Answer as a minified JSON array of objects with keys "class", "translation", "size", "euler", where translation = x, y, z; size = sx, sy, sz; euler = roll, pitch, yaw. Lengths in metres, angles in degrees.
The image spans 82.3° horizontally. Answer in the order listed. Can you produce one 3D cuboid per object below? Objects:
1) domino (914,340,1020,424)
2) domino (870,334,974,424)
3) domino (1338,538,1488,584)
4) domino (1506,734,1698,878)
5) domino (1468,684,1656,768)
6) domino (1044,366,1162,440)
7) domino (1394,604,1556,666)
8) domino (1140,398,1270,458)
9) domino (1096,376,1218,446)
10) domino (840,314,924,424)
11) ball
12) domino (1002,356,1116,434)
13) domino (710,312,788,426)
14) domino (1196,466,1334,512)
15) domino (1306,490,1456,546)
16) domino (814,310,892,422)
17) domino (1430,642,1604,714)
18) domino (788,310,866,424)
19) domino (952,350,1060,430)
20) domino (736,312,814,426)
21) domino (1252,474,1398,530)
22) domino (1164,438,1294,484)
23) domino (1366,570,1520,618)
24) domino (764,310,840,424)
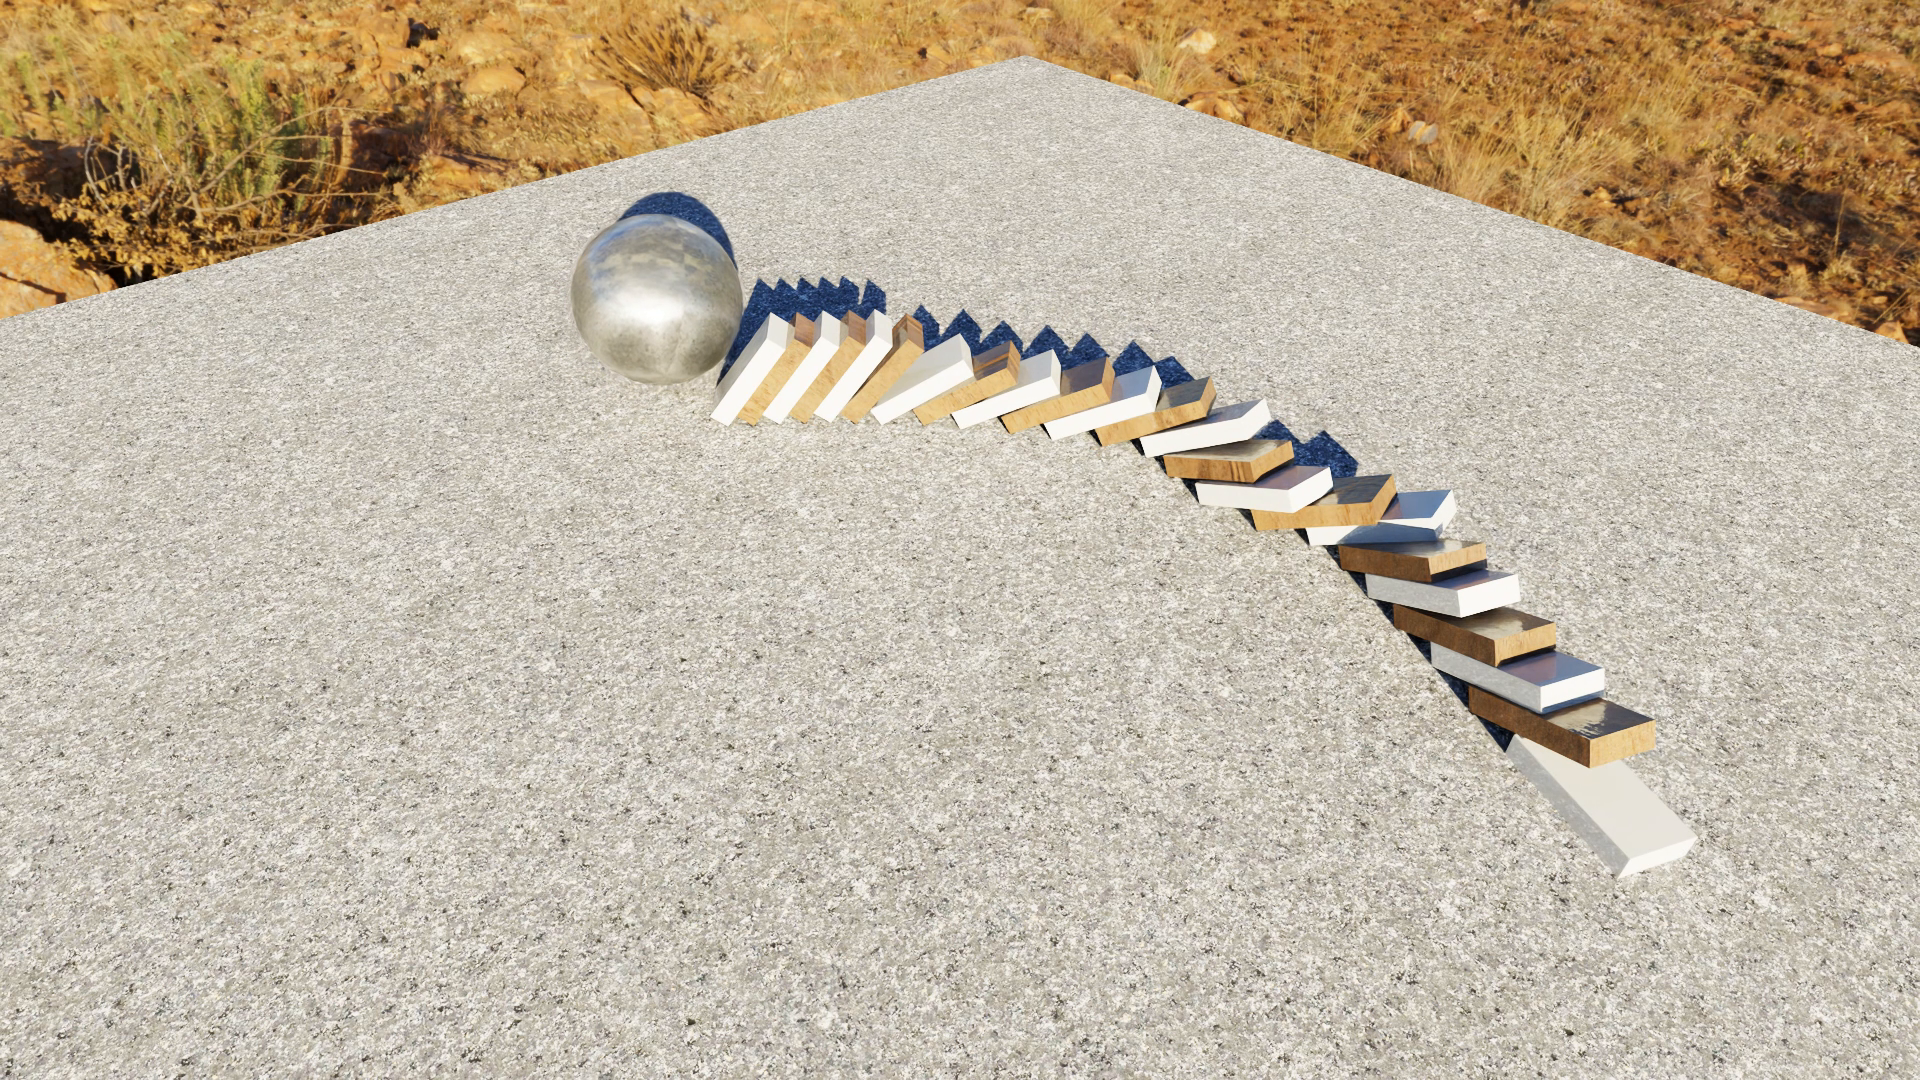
[{"class":"domino","translation":[0.003,-0.073,0.513],"size":[0.050,0.010,0.025],"euler":[-21,34,23]},{"class":"domino","translation":[-0.018,-0.076,0.517],"size":[0.050,0.009,0.025],"euler":[-26,37,16]},{"class":"domino","translation":[0.170,0.006,0.416],"size":[0.025,0.010,0.050],"euler":[-13,9,-17]},{"class":"domino","translation":[0.200,0.080,0.346],"size":[0.025,0.010,0.050],"euler":[-12,41,-14]},{"class":"domino","translation":[0.194,0.057,0.357],"size":[0.025,0.010,0.050],"euler":[-12,15,-15]},{"class":"domino","translation":[0.065,-0.062,0.502],"size":[0.050,0.009,0.025],"euler":[-14,32,29]},{"class":"domino","translation":[0.181,0.030,0.390],"size":[0.025,0.010,0.050],"euler":[-13,15,-15]},{"class":"domino","translation":[0.107,-0.049,0.482],"size":[0.050,0.010,0.025],"euler":[-8,20,43]},{"class":"domino","translation":[0.088,-0.058,0.495],"size":[0.050,0.010,0.025],"euler":[-13,27,31]},{"class":"domino","translation":[-0.037,-0.080,0.514],"size":[0.010,0.050,0.025],"euler":[32,30,-27]},{"class":"ball","translation":[-0.145,-0.115,0.528],"size":[0.080,0.080,0.080],"euler":[0,39,0]},{"class":"domino","translation":[0.045,-0.067,0.507],"size":[0.050,0.009,0.025],"euler":[-16,32,25]},{"class":"domino","translation":[-0.098,-0.079,0.512],"size":[0.009,0.050,0.025],"euler":[29,31,-25]},{"class":"domino","translation":[0.125,-0.022,0.453],"size":[0.025,0.010,0.050],"euler":[-26,19,-28]},{"class":"domino","translation":[0.166,-0.009,0.436],"size":[0.050,0.010,0.025],"euler":[-3,25,43]},{"class":"domino","translation":[-0.050,-0.081,0.514],"size":[0.009,0.050,0.025],"euler":[29,31,-25]},{"class":"domino","translation":[0.188,0.043,0.374],"size":[0.025,0.010,0.050],"euler":[-13,15,-15]},{"class":"domino","translation":[-0.062,-0.081,0.514],"size":[0.009,0.050,0.025],"euler":[29,31,-25]},{"class":"domino","translation":[0.022,-0.070,0.513],"size":[0.050,0.009,0.025],"euler":[-18,35,20]},{"class":"domino","translation":[-0.086,-0.079,0.512],"size":[0.010,0.050,0.025],"euler":[29,31,-25]},{"class":"domino","translation":[0.147,-0.015,0.444],"size":[0.050,0.010,0.025],"euler":[-3,27,43]},{"class":"domino","translation":[0.114,-0.035,0.469],"size":[0.025,0.010,0.050],"euler":[-26,20,-28]},{"class":"domino","translation":[0.175,0.017,0.402],"size":[0.025,0.010,0.050],"euler":[-13,8,-15]},{"class":"domino","translation":[-0.074,-0.080,0.513],"size":[0.009,0.050,0.025],"euler":[29,31,-25]}]
